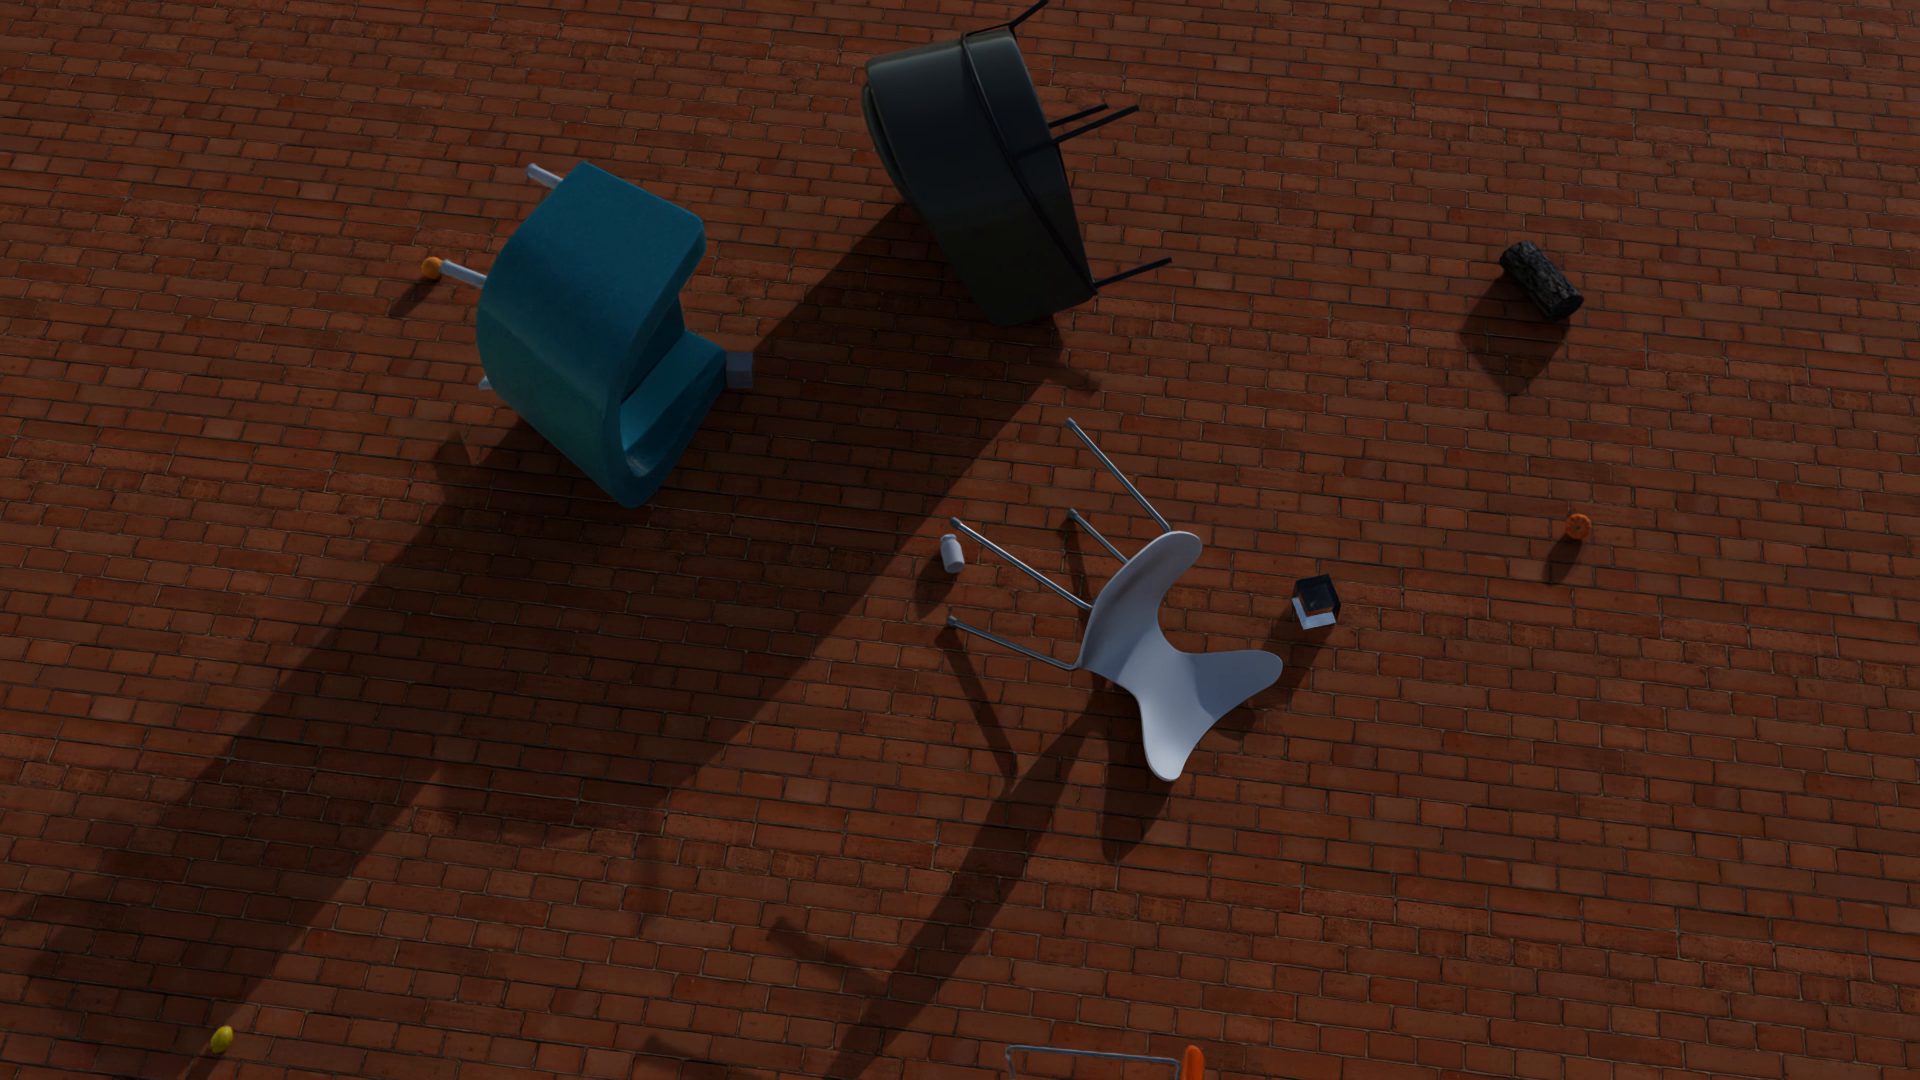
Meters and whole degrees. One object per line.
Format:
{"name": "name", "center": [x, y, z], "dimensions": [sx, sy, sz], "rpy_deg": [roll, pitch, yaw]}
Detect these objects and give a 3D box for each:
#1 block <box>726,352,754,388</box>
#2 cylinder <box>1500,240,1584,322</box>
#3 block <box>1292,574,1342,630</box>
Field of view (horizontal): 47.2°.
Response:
{"name": "block", "center": [-0.687, -0.531, 6.879], "dimensions": [0.080, 0.085, 0.076], "rpy_deg": [1, 56, 0]}
{"name": "cylinder", "center": [1.866, -0.834, 7.065], "dimensions": [0.144, 0.111, 0.261], "rpy_deg": [-15, 56, -29]}
{"name": "block", "center": [1.036, 0.180, 6.395], "dimensions": [0.101, 0.097, 0.110], "rpy_deg": [-12, 57, -8]}
